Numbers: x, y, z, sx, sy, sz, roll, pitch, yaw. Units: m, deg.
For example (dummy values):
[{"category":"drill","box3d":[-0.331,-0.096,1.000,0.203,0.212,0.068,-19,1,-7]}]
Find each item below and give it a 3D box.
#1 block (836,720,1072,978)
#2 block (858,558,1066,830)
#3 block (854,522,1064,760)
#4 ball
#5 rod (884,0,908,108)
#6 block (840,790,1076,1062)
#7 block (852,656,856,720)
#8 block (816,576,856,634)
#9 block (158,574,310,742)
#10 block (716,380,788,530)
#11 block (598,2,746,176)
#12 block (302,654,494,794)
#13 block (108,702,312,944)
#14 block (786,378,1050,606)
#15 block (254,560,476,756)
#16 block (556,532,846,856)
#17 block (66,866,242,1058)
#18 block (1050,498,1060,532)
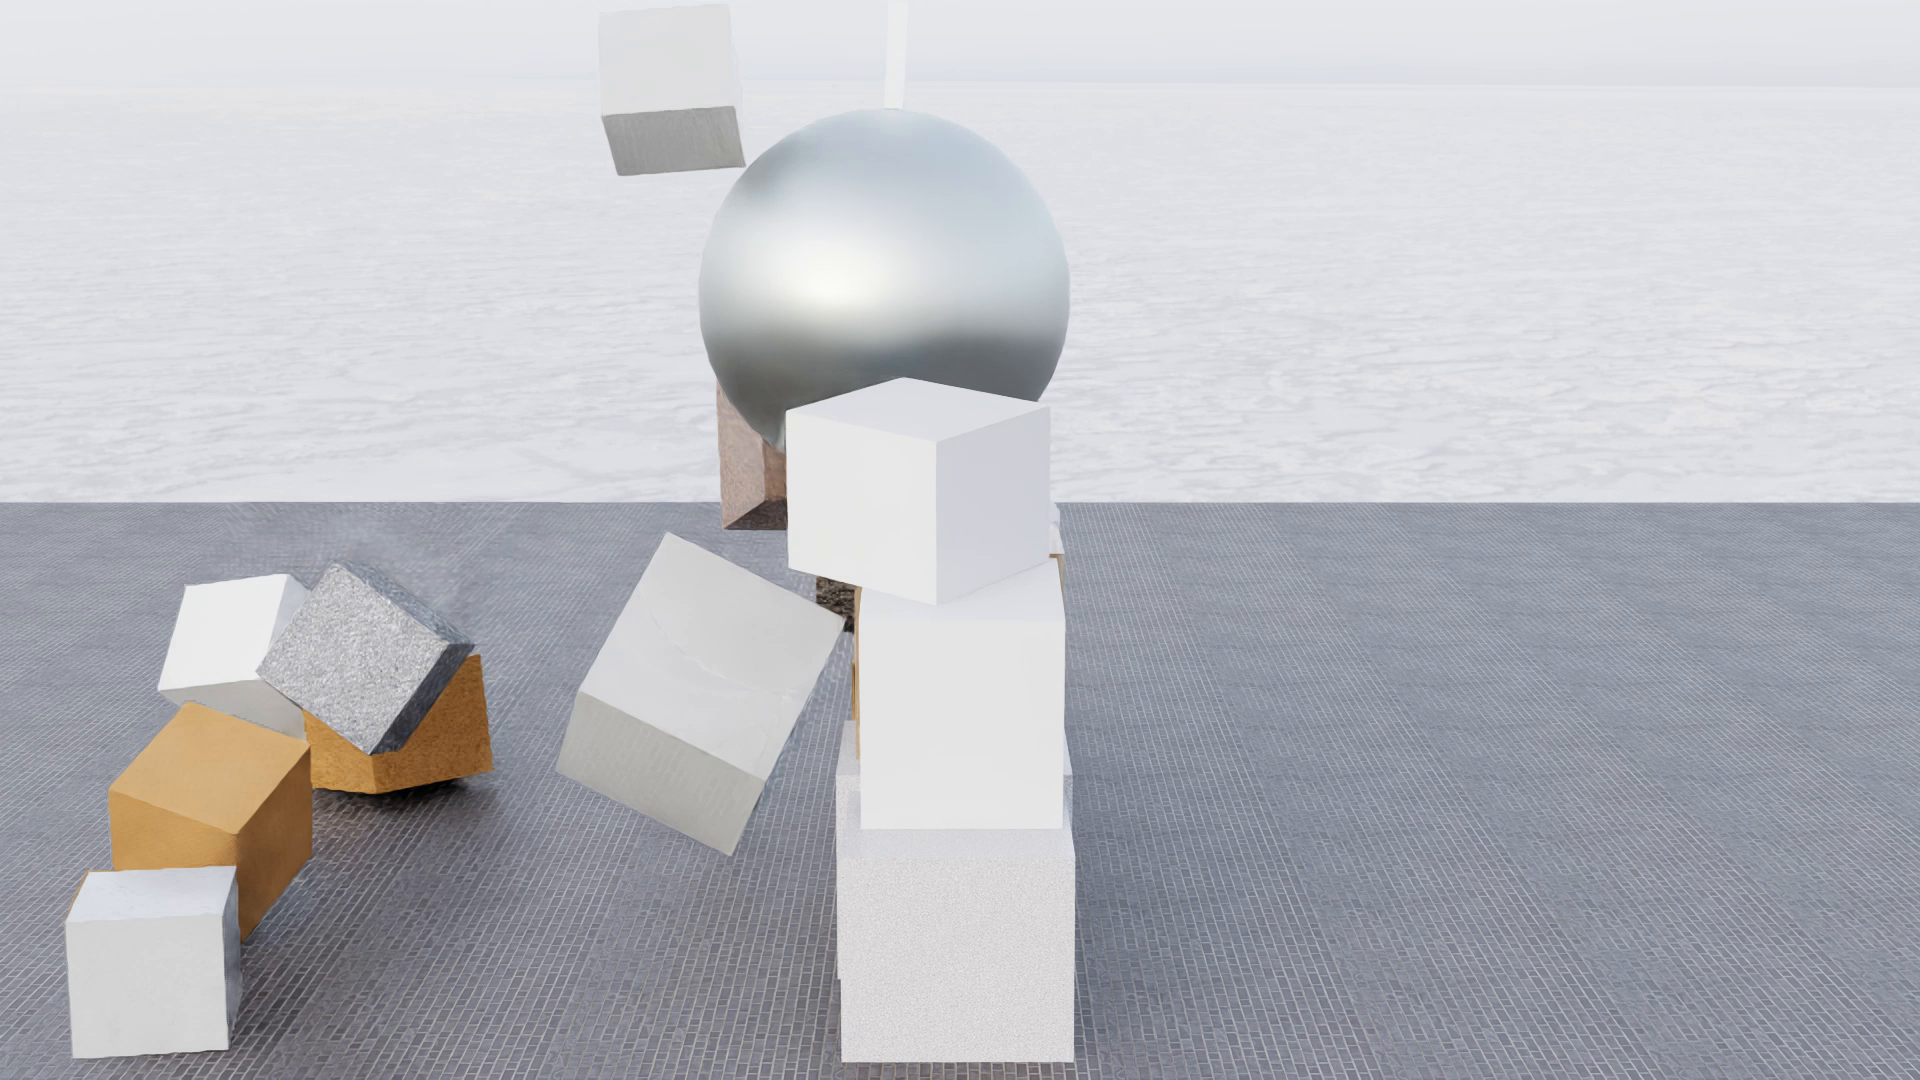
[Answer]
[{"category":"block","box3d":[-0.024,1.241,10.427,0.917,0.828,0.852,0,10,0]},{"category":"block","box3d":[0.005,0.567,9.673,0.741,0.810,0.740,0,17,0]},{"category":"block","box3d":[-0.004,0.398,10.436,0.821,0.829,0.709,0,10,0]},{"category":"ball","box3d":[-0.323,-1.040,10.991,1.600,1.600,1.600,0,10,0]},{"category":"rod","box3d":[-0.140,-4.381,10.384,0.080,5.200,0.080,3,10,-1]},{"category":"block","box3d":[-0.010,1.425,9.588,0.835,0.765,0.863,0,10,0]},{"category":"block","box3d":[-0.051,0.937,11.833,0.813,0.923,0.799,1,10,3]},{"category":"block","box3d":[-0.309,0.117,12.300,0.555,0.598,0.623,-5,-10,19]},{"category":"block","box3d":[-3.577,0.639,13.205,0.631,0.599,0.718,-7,-33,22]},{"category":"block","box3d":[-0.754,-0.502,12.725,0.706,0.785,0.711,1,-11,-22]},{"category":"block","box3d":[-1.212,-1.894,10.822,0.549,0.485,0.529,-4,-20,-1]},{"category":"block","box3d":[-2.800,0.897,12.728,0.647,0.583,0.672,-9,4,-40]},{"category":"block","box3d":[-3.064,1.161,10.530,0.566,0.641,0.585,18,38,9]},{"category":"block","box3d":[-0.155,-0.201,9.739,0.722,0.617,0.692,13,22,36]},{"category":"block","box3d":[-2.616,0.518,11.342,0.617,0.592,0.551,36,-1,3]},{"category":"block","box3d":[-1.169,0.700,11.522,0.888,0.888,0.862,26,-32,-1]},{"category":"block","box3d":[-2.974,1.553,9.505,0.539,0.513,0.589,-2,10,-11]},{"category":"block","box3d":[0.041,0.062,13.051,0.720,0.710,0.787,-2,-21,18]}]
